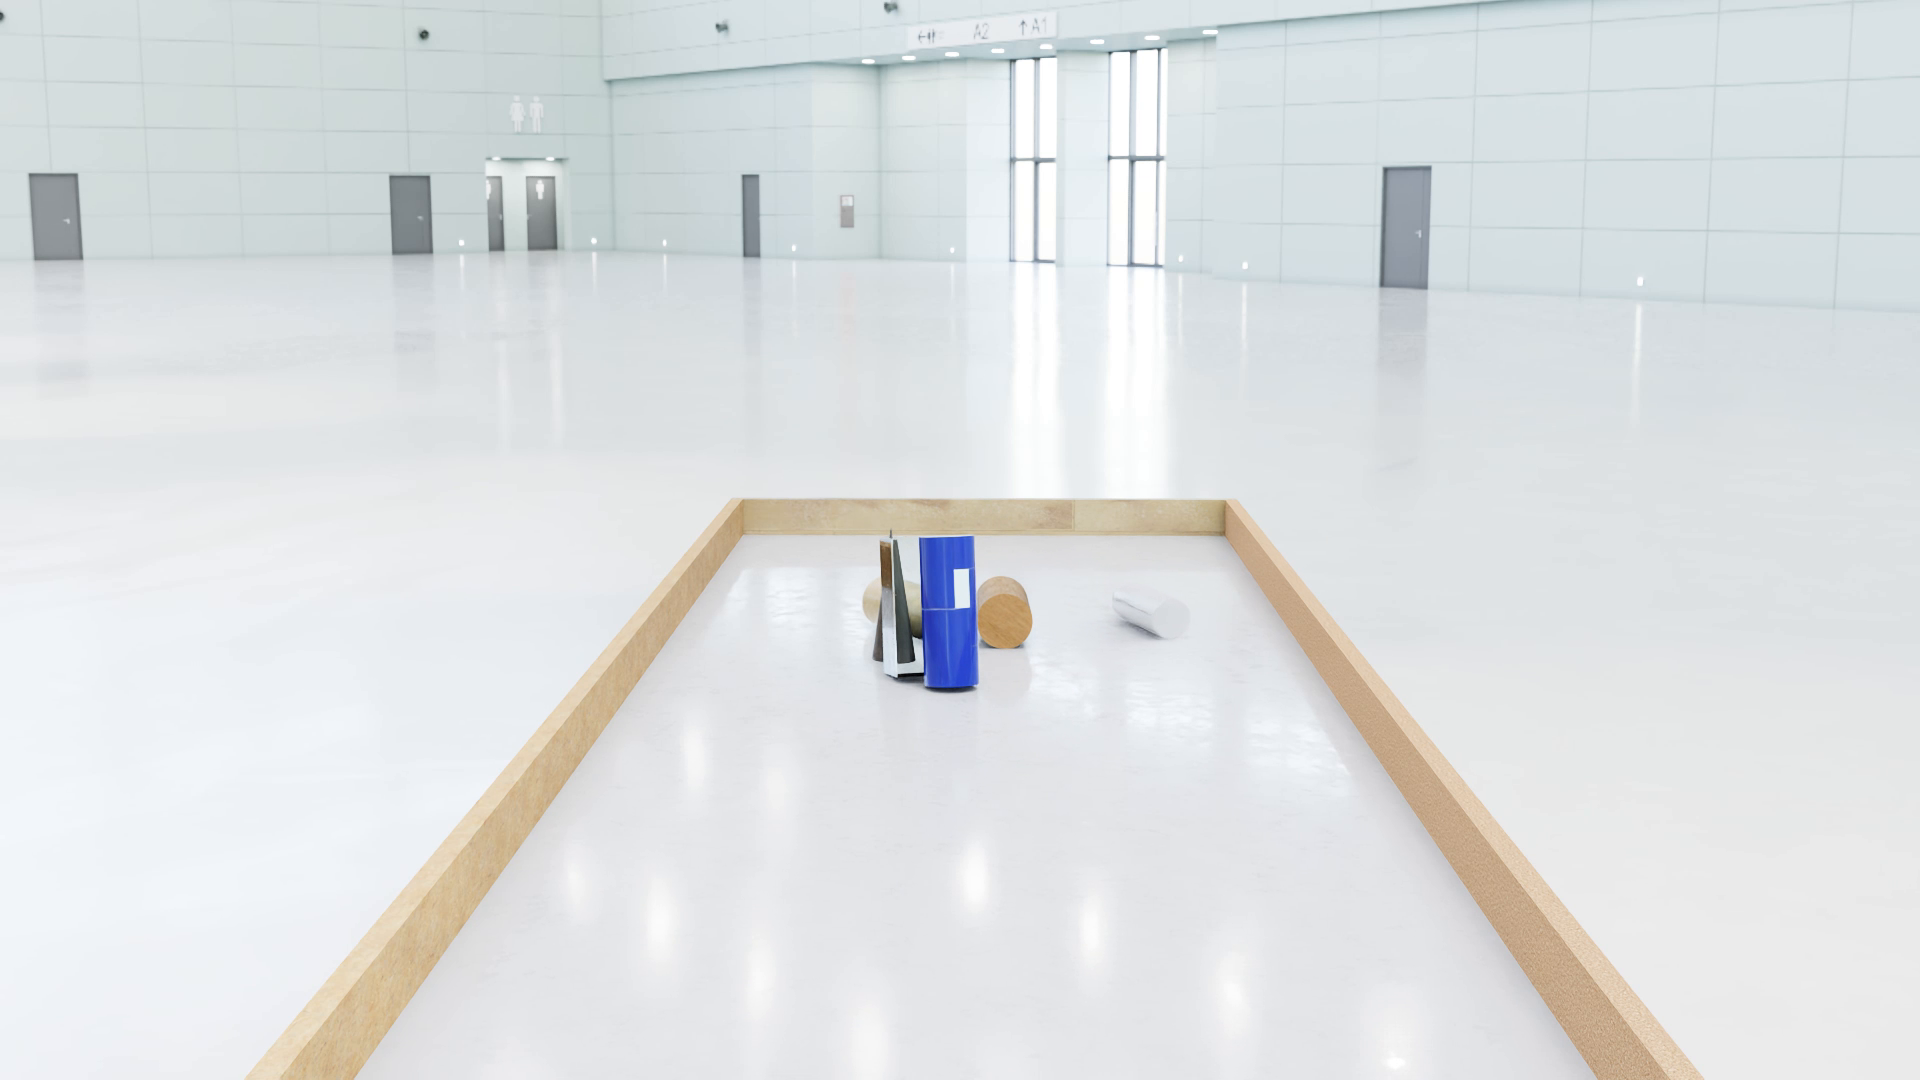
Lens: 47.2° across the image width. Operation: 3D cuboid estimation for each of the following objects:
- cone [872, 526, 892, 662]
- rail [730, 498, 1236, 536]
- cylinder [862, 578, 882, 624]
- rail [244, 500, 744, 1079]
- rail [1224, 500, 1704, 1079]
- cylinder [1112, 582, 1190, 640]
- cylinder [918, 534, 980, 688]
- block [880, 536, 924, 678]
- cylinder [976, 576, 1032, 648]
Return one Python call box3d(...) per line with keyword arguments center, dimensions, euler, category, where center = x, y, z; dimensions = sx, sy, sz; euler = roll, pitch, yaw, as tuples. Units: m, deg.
box3d(center=(-0.209, 0.160, 6.693), dimensions=(0.121, 0.409, 0.121), euler=(0, 9, 0), category="cone")
box3d(center=(0.099, -0.098, 9.147), dimensions=(2.100, 0.150, 0.050), euler=(0, 9, 1), category="rail")
box3d(center=(-0.135, 0.229, 7.034), dimensions=(0.166, 0.166, 0.446), euler=(-5, 10, -30), category="cylinder")
box3d(center=(-1.004, 0.839, 3.234), dimensions=(0.050, 0.150, 12.000), euler=(0, 9, 1), category="rail")
box3d(center=(1.046, 0.843, 3.208), dimensions=(0.050, 0.150, 12.000), euler=(0, 9, 1), category="rail")
box3d(center=(0.620, 0.228, 7.156), dimensions=(0.130, 0.130, 0.326), euler=(-3, 10, -19), category="cylinder")
box3d(center=(-0.031, 0.202, 6.316), dimensions=(0.160, 0.427, 0.160), euler=(-2, 2, 0), category="cylinder")
box3d(center=(-0.129, 0.193, 6.458), dimensions=(0.167, 0.400, 0.167), euler=(-2, 2, -15), category="block")
box3d(center=(0.137, 0.229, 7.011), dimensions=(0.175, 0.175, 0.324), euler=(0, 9, -1), category="cylinder")
